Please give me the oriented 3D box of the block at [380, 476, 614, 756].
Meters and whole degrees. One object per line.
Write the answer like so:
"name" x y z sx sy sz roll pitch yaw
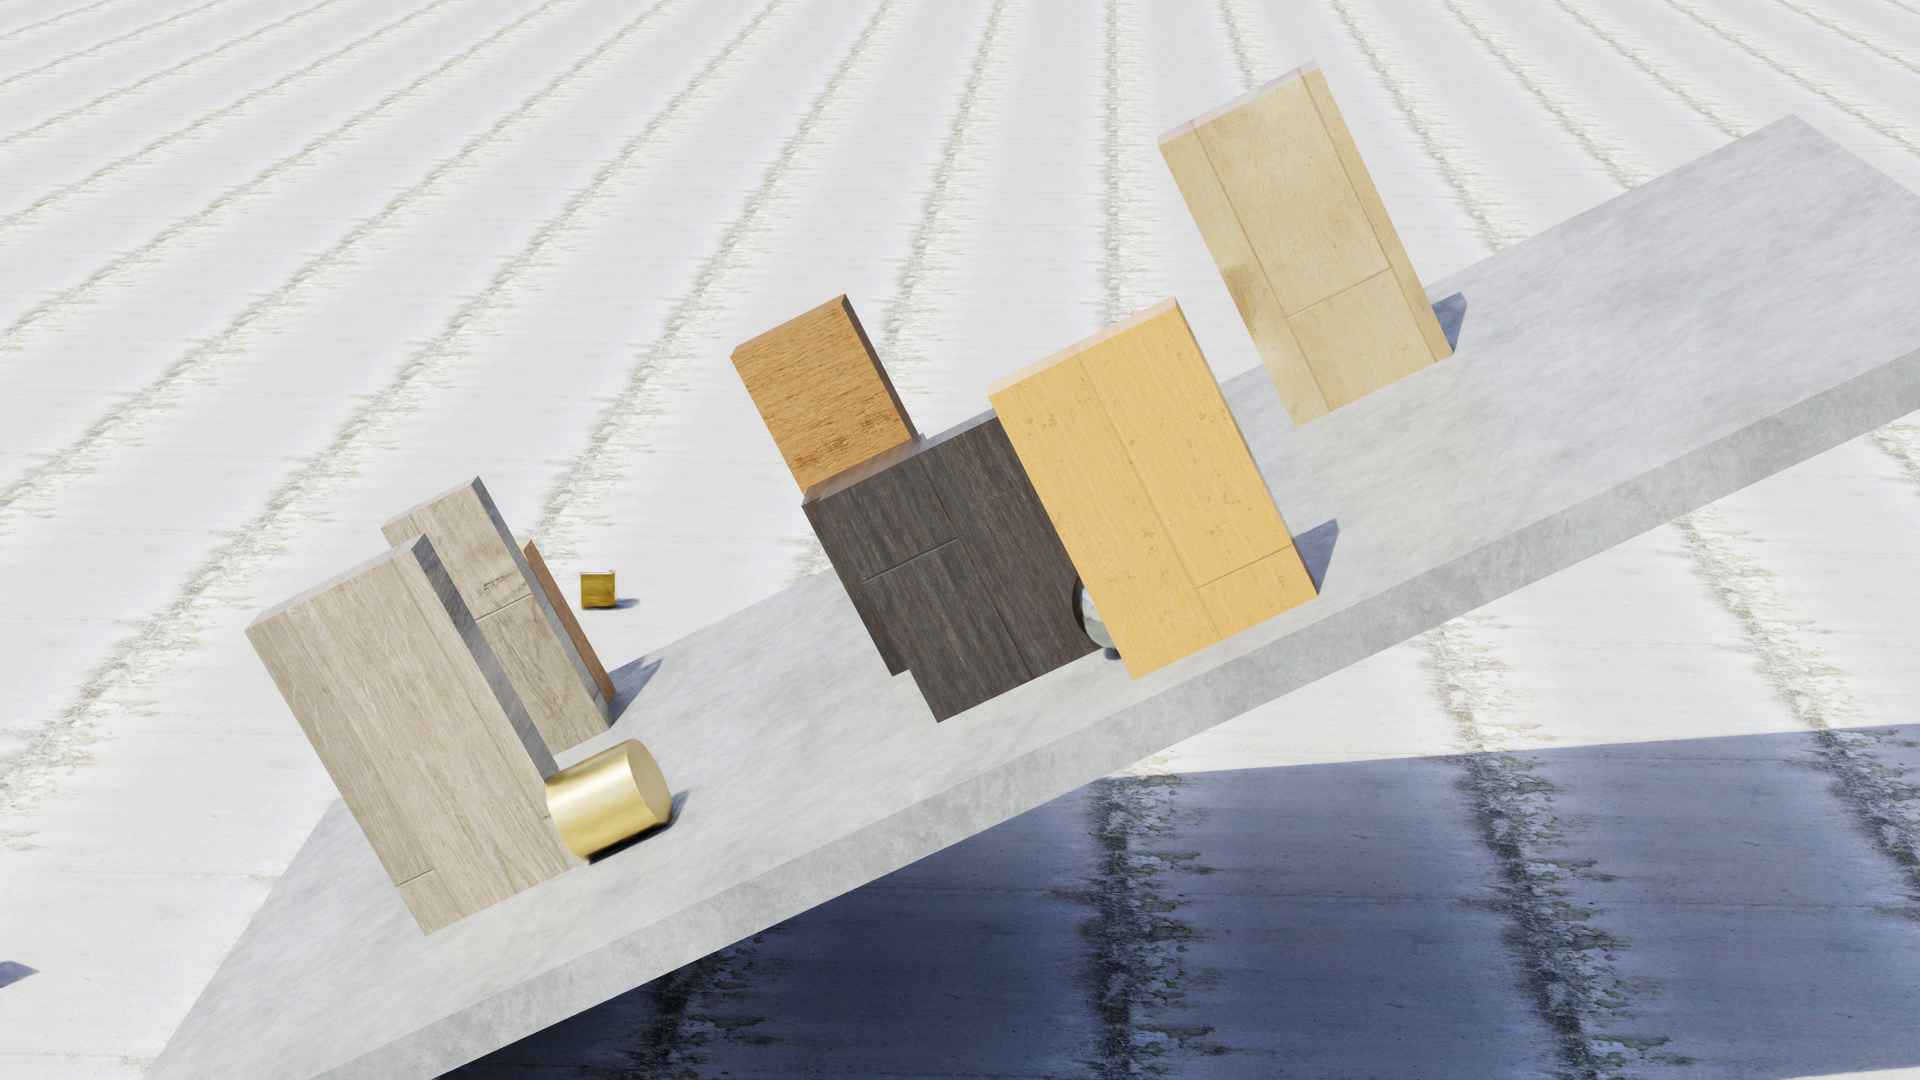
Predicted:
"block" -1.077 0.198 6.877 0.242 0.664 0.084 -25 14 10

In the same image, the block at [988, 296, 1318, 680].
"block" 0.352 -0.091 5.335 0.371 0.596 0.098 -25 14 10

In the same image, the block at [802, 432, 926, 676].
"block" -0.109 0.031 6.163 0.274 0.415 0.143 -25 14 10

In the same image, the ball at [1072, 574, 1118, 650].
"ball" 0.304 0.114 5.547 0.187 0.187 0.187 0 17 0

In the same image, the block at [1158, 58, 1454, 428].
"block" 0.750 -0.642 6.396 0.377 0.691 0.144 -25 14 10

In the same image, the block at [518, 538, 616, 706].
"block" -1.101 0.273 7.141 0.355 0.433 0.106 -25 14 10

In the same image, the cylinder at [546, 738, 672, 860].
"cylinder" -0.713 0.527 5.978 0.189 0.189 0.189 -25 13 10

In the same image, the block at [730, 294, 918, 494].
"block" -0.213 -0.160 6.441 0.271 0.707 0.106 -25 14 10

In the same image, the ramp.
"ramp" 0.139 0.168 6.281 4.000 0.100 2.000 -25 14 10

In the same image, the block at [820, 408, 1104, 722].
"block" 0.020 0.047 5.670 0.389 0.500 0.089 -25 14 10

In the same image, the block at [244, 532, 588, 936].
"block" -1.092 0.401 6.001 0.390 0.737 0.120 -25 14 10
